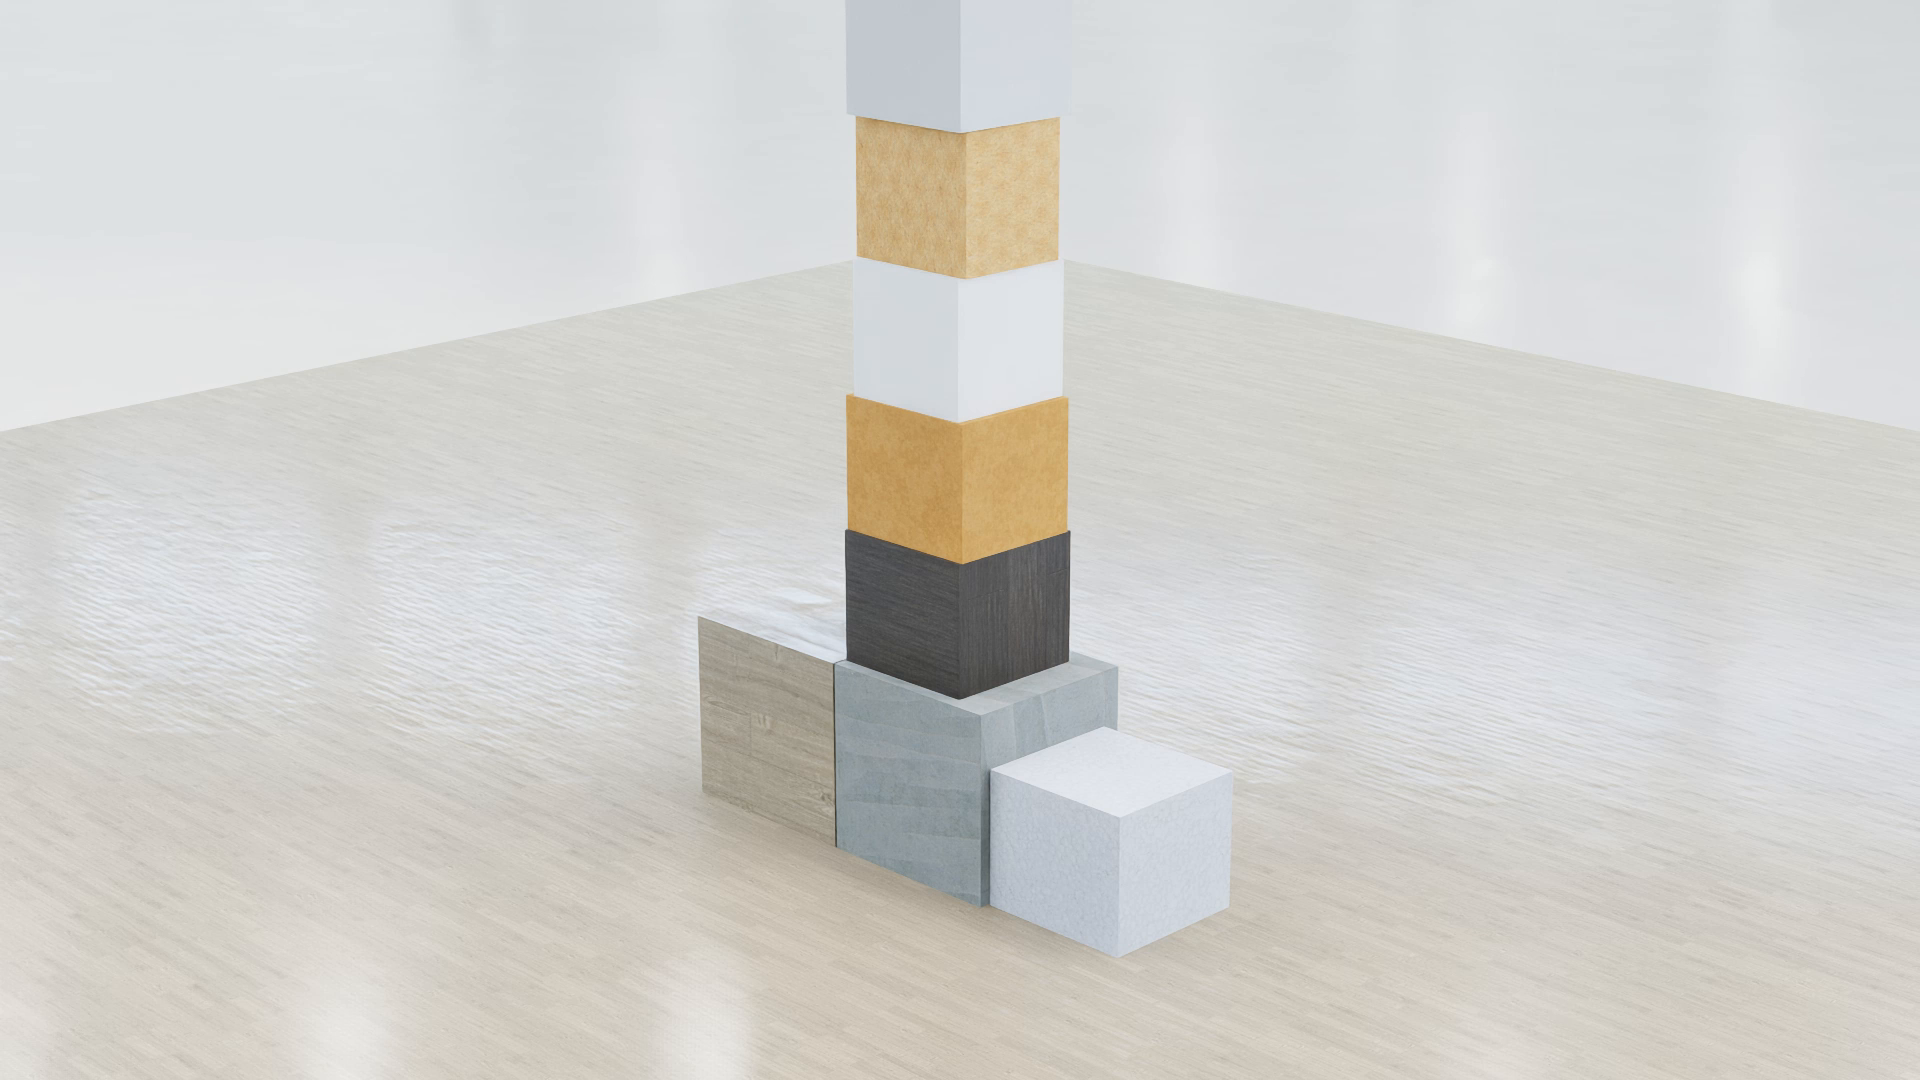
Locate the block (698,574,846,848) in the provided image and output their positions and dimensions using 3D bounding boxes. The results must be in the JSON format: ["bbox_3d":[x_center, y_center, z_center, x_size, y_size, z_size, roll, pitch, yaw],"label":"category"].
[{"bbox_3d":[-0.608,0.807,14.244,0.896,0.918,0.962,-17,24,-42],"label":"block"}]

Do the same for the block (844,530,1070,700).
[{"bbox_3d":[-0.010,0.257,13.412,0.716,0.631,0.735,-17,24,-42],"label":"block"}]

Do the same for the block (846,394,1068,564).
[{"bbox_3d":[-0.012,-0.344,13.221,0.673,0.630,0.737,-17,24,-42],"label":"block"}]

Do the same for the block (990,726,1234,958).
[{"bbox_3d":[0.669,1.327,13.031,0.744,0.654,0.770,-17,24,-42],"label":"block"}]

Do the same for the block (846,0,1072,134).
[{"bbox_3d":[-0.006,-2.162,12.656,0.678,0.652,0.702,-17,24,-42],"label":"block"}]

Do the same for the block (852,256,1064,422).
[{"bbox_3d":[-0.008,-0.946,13.036,0.660,0.629,0.659,-17,24,-42],"label":"block"}]

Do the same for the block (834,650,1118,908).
[{"bbox_3d":[0.075,1.011,13.595,0.898,0.919,0.946,-17,24,-42],"label":"block"}]

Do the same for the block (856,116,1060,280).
[{"bbox_3d":[-0.011,-1.547,12.844,0.576,0.634,0.683,-17,24,-42],"label":"block"}]
